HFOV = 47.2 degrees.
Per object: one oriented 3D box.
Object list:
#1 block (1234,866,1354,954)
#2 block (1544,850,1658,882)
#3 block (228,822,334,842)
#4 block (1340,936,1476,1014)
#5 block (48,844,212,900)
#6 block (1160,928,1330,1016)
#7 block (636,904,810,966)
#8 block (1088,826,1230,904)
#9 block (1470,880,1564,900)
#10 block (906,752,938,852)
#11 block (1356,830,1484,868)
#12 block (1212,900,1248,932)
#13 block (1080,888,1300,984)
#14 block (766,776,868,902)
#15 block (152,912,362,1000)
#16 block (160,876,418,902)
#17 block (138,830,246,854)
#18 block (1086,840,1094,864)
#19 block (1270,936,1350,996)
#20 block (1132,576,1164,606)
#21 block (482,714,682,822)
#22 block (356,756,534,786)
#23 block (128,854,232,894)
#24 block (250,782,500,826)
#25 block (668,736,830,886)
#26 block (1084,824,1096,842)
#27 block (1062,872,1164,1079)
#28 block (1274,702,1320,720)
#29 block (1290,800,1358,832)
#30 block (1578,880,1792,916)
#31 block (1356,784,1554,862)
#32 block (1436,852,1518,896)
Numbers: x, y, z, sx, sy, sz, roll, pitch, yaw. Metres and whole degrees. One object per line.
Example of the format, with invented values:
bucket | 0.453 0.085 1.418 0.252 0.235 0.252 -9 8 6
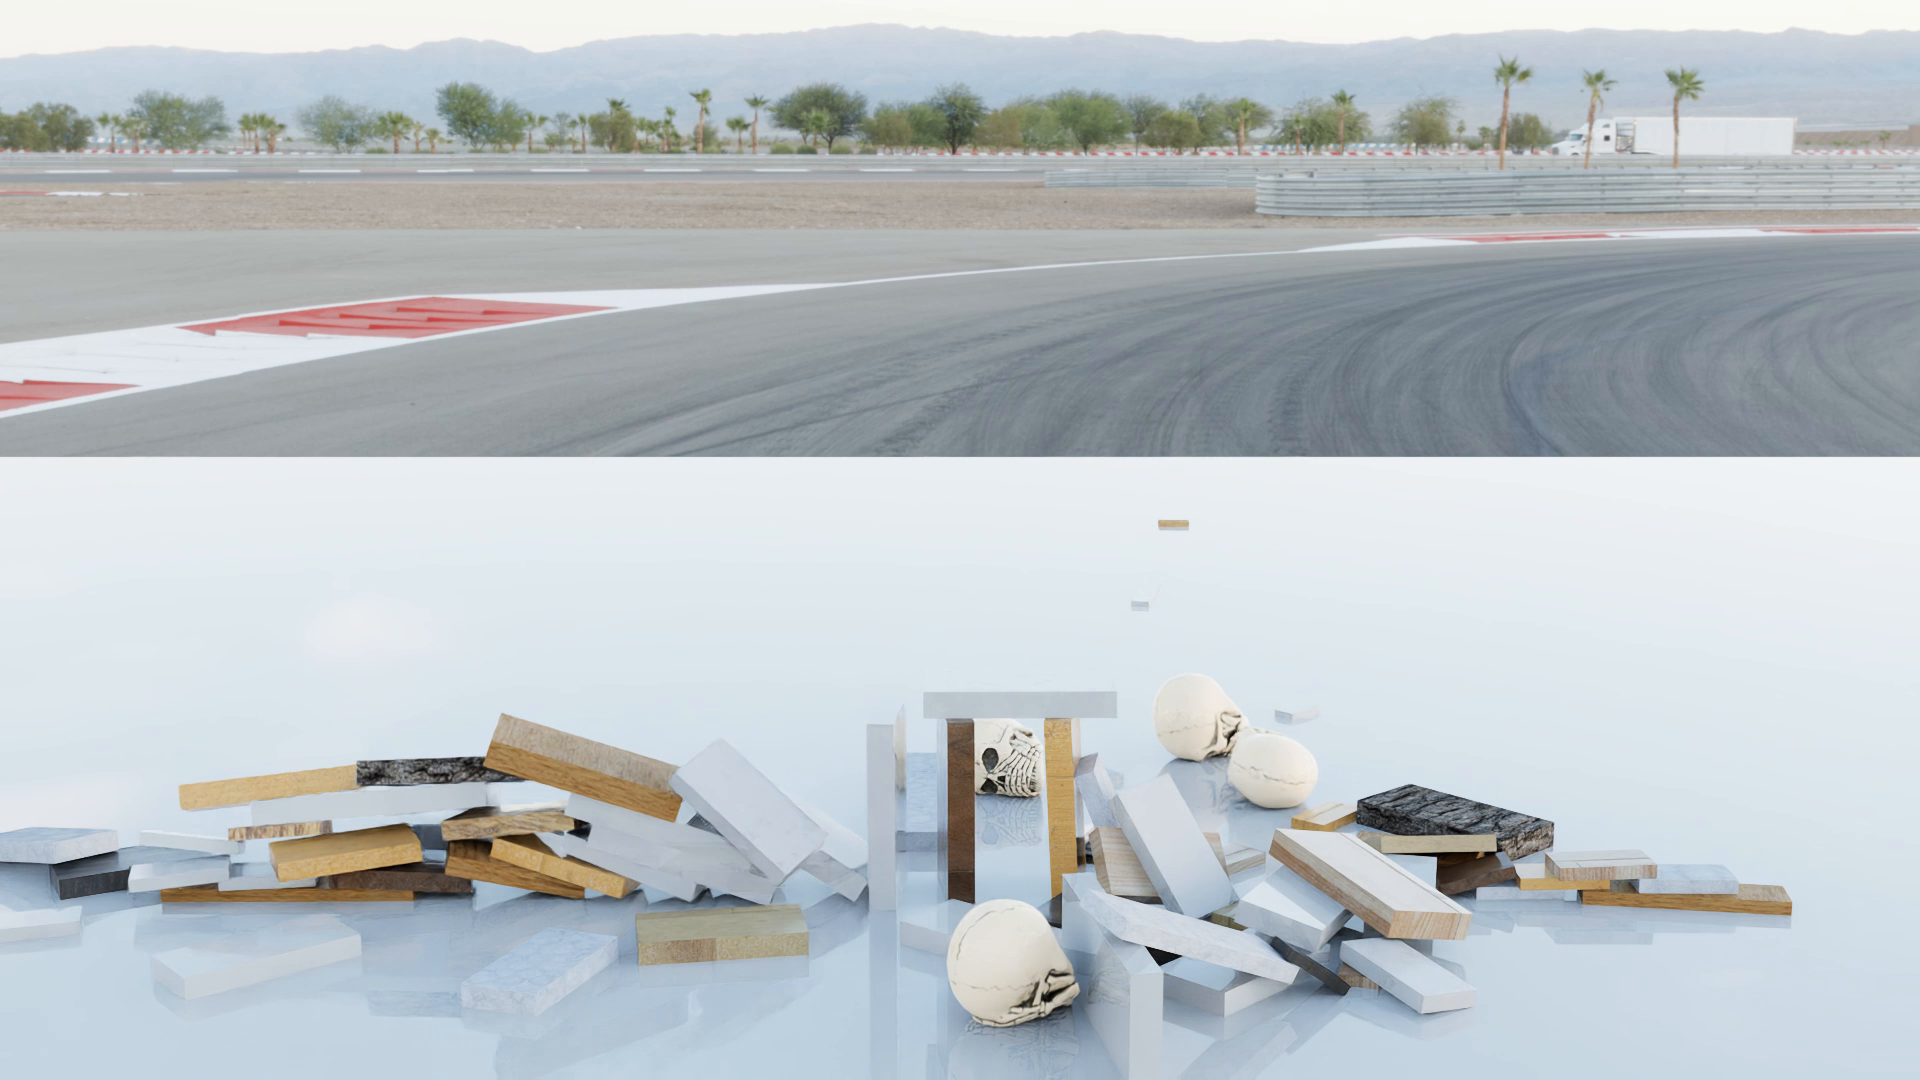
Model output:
block | 0.531 0.570 3.427 0.131 0.037 0.263 18 12 21
block | 1.061 0.538 3.641 0.161 0.023 0.081 -2 10 -2
block | -1.135 0.486 3.675 0.152 0.022 0.076 -4 -7 -1
block | 0.660 0.641 3.252 0.098 0.028 0.195 0 14 -28
block | -1.411 0.558 3.747 0.247 0.035 0.123 -6 12 -29
block | 0.423 0.641 3.291 0.131 0.037 0.263 10 14 43
block | -0.373 0.615 3.433 0.260 0.037 0.130 -2 11 -10
block | 0.327 0.531 3.569 0.234 0.117 0.033 7 -33 -27
block | 0.927 0.578 3.677 0.147 0.021 0.073 0 11 -2
block | -0.089 0.486 4.126 0.130 0.037 0.503 0 11 1
block | 0.788 0.547 3.814 0.217 0.031 0.108 5 11 24
block | 0.513 0.598 3.541 0.108 0.031 0.217 9 14 41
block | 0.330 0.565 3.124 0.366 0.028 0.098 22 6 -38
block | -0.286 0.479 3.690 0.319 0.045 0.160 33 11 1
block | -1.069 0.632 3.348 0.278 0.035 0.123 -9 14 -40
block | -1.111 0.579 3.667 0.415 0.022 0.077 0 11 -1
block | -1.283 0.506 3.679 0.158 0.022 0.076 7 -7 -8
block | 0.243 0.545 3.867 0.054 0.015 0.107 4 11 22
block | 0.516 0.628 3.242 0.118 0.017 0.059 34 -1 -20
block | 0.518 0.141 6.050 0.048 0.014 0.334 2 11 12
block | -0.612 0.373 3.609 0.320 0.045 0.160 18 9 -9
block | -0.855 0.390 3.719 0.292 0.041 0.146 -2 -7 -1
block | -1.280 0.547 3.612 0.155 0.022 0.077 -5 11 -15
block | -0.983 0.446 3.717 0.384 0.041 0.146 -5 -7 -3
block | -0.342 0.439 3.572 0.246 0.035 0.123 41 41 9
block | 0.205 0.530 3.907 0.054 0.015 0.107 -15 4 23
block | 0.211 0.613 3.113 0.045 0.157 0.406 -2 11 -10
block | 0.736 0.373 4.800 0.096 0.014 0.048 -10 14 -43
block | 0.675 0.511 4.042 0.069 0.020 0.138 9 14 40
block | 1.193 0.586 3.628 0.329 0.023 0.081 2 11 9
block | 0.892 0.511 3.973 0.158 0.045 0.315 -9 14 -41
block | 0.847 0.560 3.670 0.147 0.021 0.073 -15 11 3
